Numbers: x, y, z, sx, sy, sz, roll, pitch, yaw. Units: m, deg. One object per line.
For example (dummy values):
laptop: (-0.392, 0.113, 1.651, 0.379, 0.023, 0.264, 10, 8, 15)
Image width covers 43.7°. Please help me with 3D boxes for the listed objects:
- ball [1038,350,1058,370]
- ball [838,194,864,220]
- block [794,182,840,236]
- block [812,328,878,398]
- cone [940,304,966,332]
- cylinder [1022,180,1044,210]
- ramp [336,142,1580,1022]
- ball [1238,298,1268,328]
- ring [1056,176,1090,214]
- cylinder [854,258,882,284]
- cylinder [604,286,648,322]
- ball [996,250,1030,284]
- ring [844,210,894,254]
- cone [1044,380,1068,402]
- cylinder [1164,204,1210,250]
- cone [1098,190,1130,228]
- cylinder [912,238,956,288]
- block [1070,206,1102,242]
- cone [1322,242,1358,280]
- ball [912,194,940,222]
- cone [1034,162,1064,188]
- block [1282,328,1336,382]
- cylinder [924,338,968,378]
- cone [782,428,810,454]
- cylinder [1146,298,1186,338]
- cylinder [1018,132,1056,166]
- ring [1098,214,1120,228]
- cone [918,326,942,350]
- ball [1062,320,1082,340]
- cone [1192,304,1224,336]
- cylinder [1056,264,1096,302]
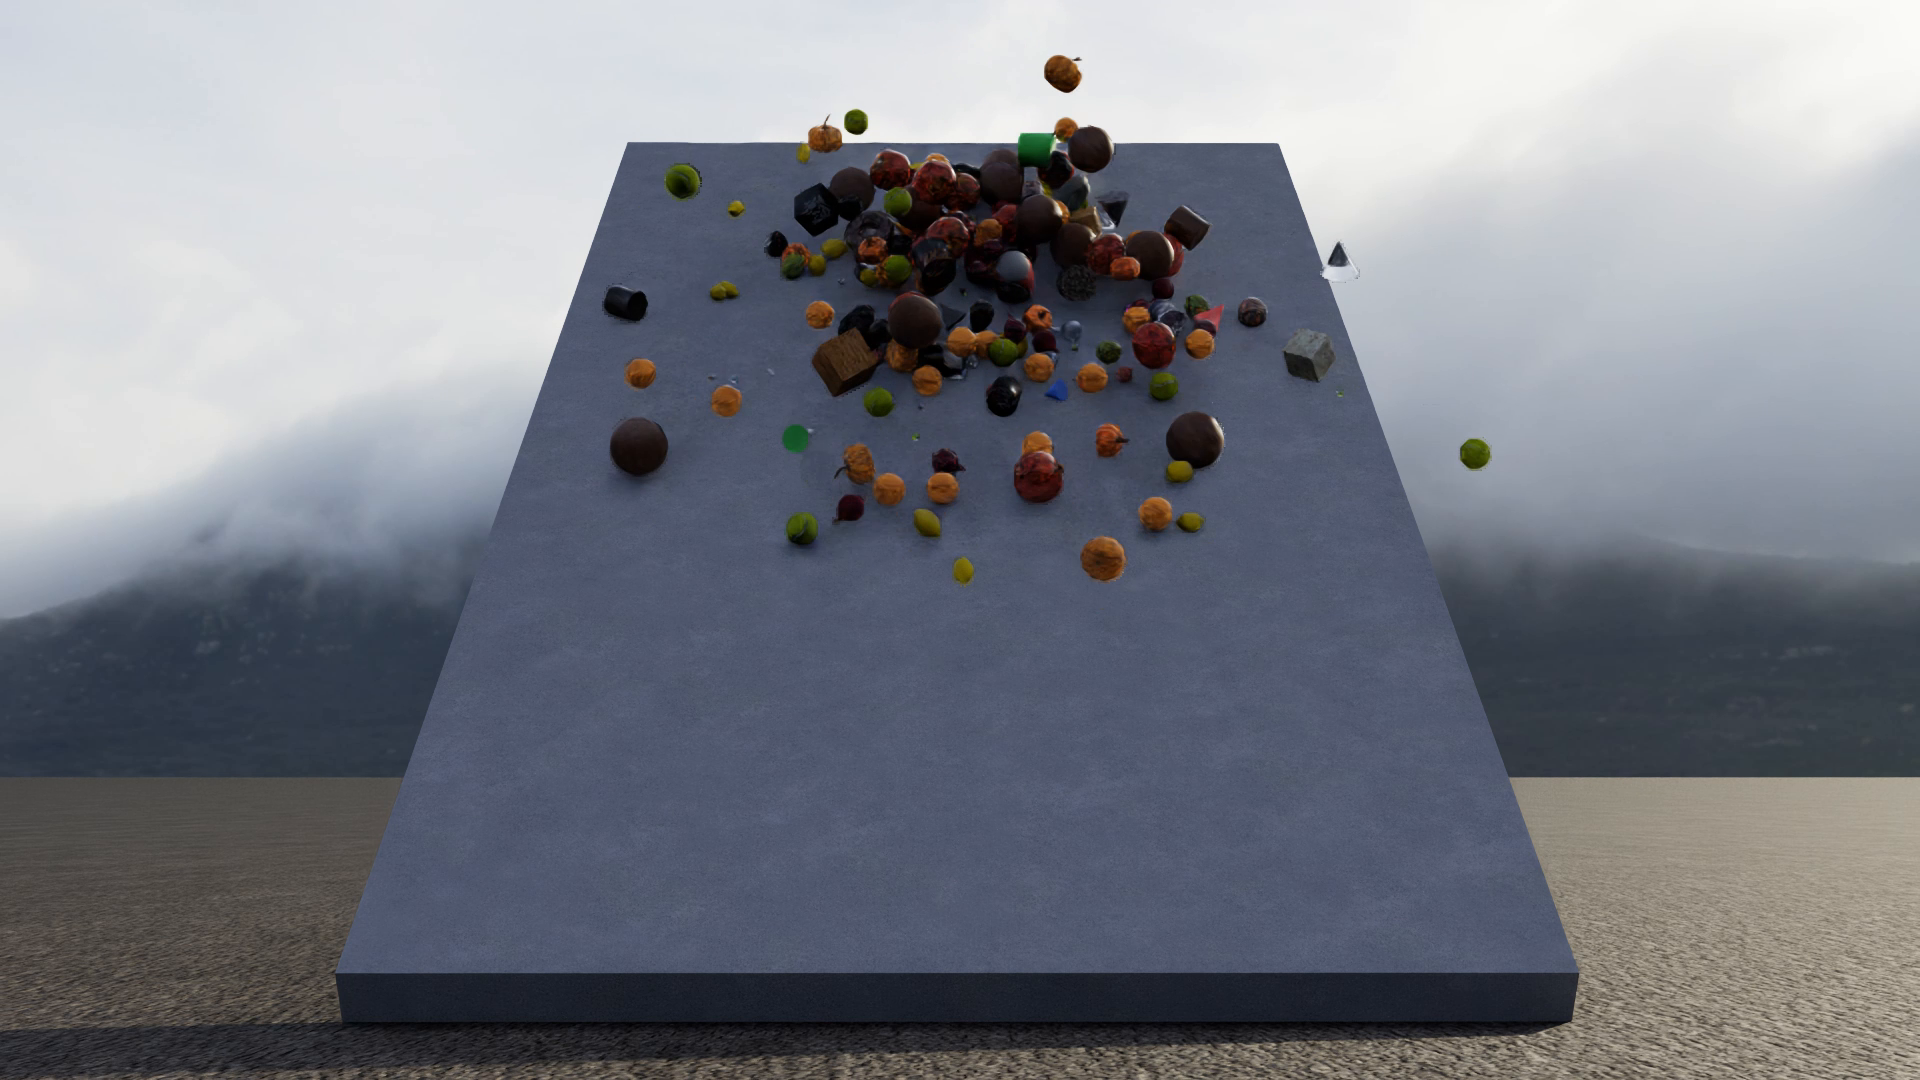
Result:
ball: (0.217, -0.442, 5.881, 0.050, 0.050, 0.050, 0, -6, 0)
ball: (-0.300, -0.909, 6.557, 0.070, 0.070, 0.070, 0, -6, 0)
block: (-0.392, -0.905, 6.565, 0.087, 0.087, 0.087, -24, -43, 28)
block: (-0.253, -0.391, 5.273, 0.096, 0.096, 0.096, -29, -10, -22)
cone: (-0.030, -0.577, 6.078, 0.067, 0.067, 0.067, -41, -2, -2)
cylinder: (0.198, -0.933, 6.471, 0.056, 0.056, 0.056, 0, -40, 0)
ramp: (-0.012, -0.219, 5.629, 2.000, 0.100, 4.000, 0, 29, 0)
ball: (0.745, -0.581, 6.111, 0.077, 0.077, 0.077, 0, -6, 0)
ring: (0.311, -0.956, 6.632, 0.038, 0.115, 0.115, 42, 15, 25)
cylinder: (-0.243, -0.718, 6.380, 0.054, 0.054, 0.054, -5, 20, 40)
cylinder: (-0.857, -0.607, 6.144, 0.077, 0.077, 0.077, 18, 4, 30)
ball: (0.136, -0.704, 6.165, 0.085, 0.085, 0.085, 0, -6, 0)
ring: (-0.246, -0.836, 6.510, 0.141, 0.141, 0.047, -2, -35, 17)
cone: (0.221, -0.354, 5.744, 0.054, 0.054, 0.054, -10, -11, 37)
cylinder: (0.604, -0.833, 6.393, 0.088, 0.088, 0.088, 38, 4, 13)
cone: (0.426, -0.900, 6.579, 0.092, 0.092, 0.092, -6, 27, 3)
cylinder: (-0.065, -0.699, 6.042, 0.091, 0.091, 0.091, -10, -47, -11)
block: (0.350, -0.876, 6.640, 0.068, 0.068, 0.068, -14, 26, 14)
cone: (1.013, -0.756, 6.400, 0.097, 0.097, 0.097, -6, 24, 3)
ball: (-0.096, -0.919, 6.632, 0.078, 0.078, 0.078, 0, -6, 0)
cone: (0.261, -1.095, 7.032, 0.094, 0.094, 0.094, 0, 29, 0)
block: (0.851, -0.451, 5.832, 0.084, 0.084, 0.084, 19, -30, 36)
cylinder: (-0.034, -0.441, 5.832, 0.092, 0.092, 0.092, 5, -5, 10)
cone: (-0.364, -0.232, 5.515, 0.066, 0.066, 0.066, -3, 13, 32)
cylinder: (0.522, -0.562, 6.075, 0.077, 0.077, 0.077, 2, 26, -22)
cylinder: (0.219, -1.108, 6.797, 0.093, 0.093, 0.093, 1, -5, 12)
ring: (0.411, -0.898, 6.743, 0.078, 0.026, 0.078, -1, 29, 1)
cone: (-0.054, -0.483, 5.975, 0.070, 0.070, 0.070, 38, 1, 10)
ball: (0.281, -0.529, 6.041, 0.051, 0.051, 0.051, 0, -6, 0)
cone: (0.640, -0.567, 6.041, 0.077, 0.077, 0.077, 42, -5, 4)
cylinder: (0.301, -0.665, 6.204, 0.094, 0.094, 0.094, 0, 7, -4)
